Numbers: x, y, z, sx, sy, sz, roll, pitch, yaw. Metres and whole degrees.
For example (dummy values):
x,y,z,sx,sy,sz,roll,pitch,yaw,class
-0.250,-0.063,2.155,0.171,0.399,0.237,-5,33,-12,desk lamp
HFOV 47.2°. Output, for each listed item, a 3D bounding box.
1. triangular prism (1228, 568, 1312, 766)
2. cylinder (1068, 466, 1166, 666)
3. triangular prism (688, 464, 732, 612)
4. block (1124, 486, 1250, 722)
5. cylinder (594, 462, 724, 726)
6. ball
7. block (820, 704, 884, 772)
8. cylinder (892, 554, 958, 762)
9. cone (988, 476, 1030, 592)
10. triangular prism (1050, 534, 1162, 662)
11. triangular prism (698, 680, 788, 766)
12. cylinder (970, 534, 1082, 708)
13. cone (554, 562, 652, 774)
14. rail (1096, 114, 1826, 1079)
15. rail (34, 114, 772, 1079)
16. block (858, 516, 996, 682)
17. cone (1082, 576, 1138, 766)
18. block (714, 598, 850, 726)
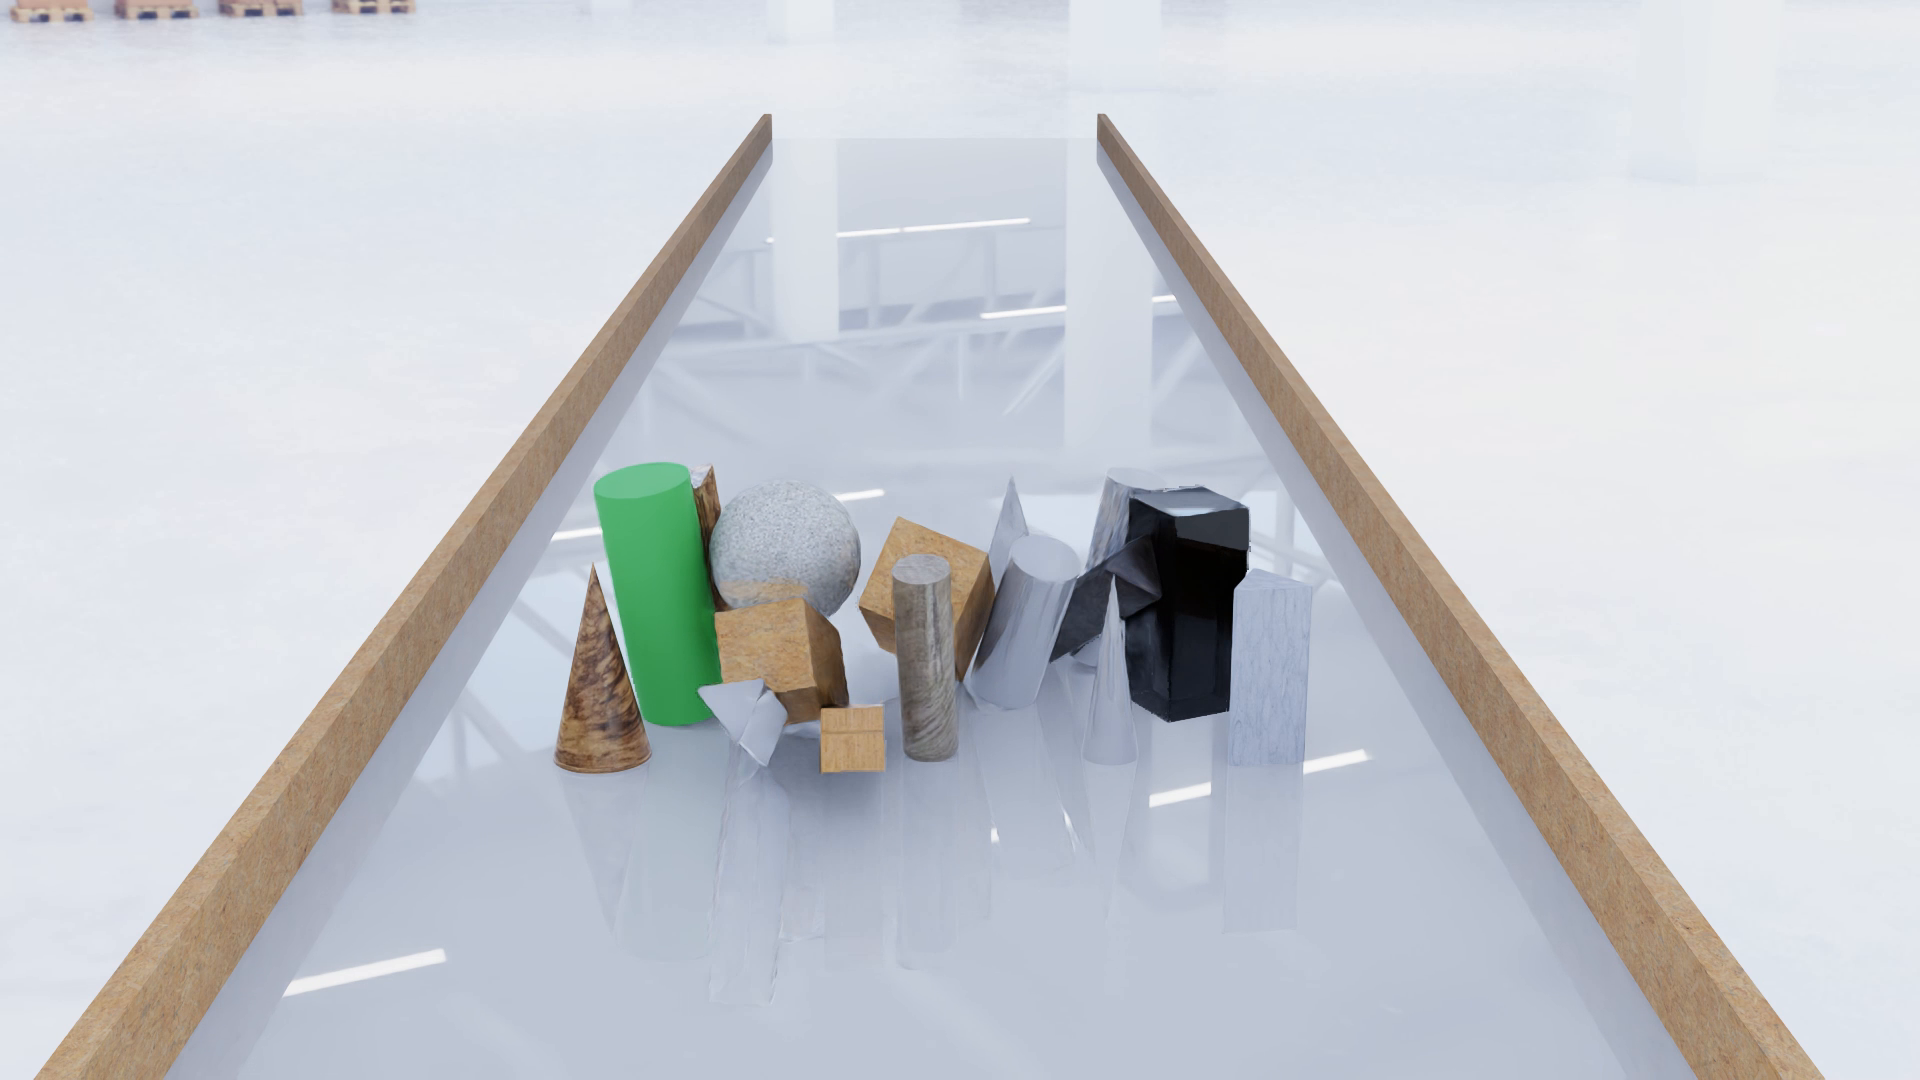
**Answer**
x,y,z,sx,sy,sz,roll,pitch,yaw,class
0.534,0.223,3.905,0.137,0.326,0.119,-2,17,-8,triangular prism
0.308,0.055,4.341,0.120,0.383,0.120,10,21,-4,cylinder
-0.482,0.071,4.216,0.143,0.420,0.123,7,24,35,triangular prism
0.424,0.119,4.131,0.161,0.396,0.161,-8,18,-25,block
-0.545,0.100,4.050,0.174,0.456,0.174,-7,23,3,cylinder
-0.320,0.027,4.035,0.280,0.280,0.280,0,17,0,ball
-0.184,0.332,3.725,0.101,0.101,0.363,-1,-3,-4,block
-0.060,0.209,3.847,0.100,0.373,0.100,-2,31,1,cylinder
0.109,0.005,4.672,0.174,0.307,0.174,0,17,0,cone
0.241,0.102,4.223,0.123,0.106,0.445,27,-28,-14,triangular prism
-0.343,0.290,3.682,0.092,0.106,0.432,-38,-9,-6,triangular prism
0.121,0.154,4.109,0.133,0.315,0.133,11,37,-8,cylinder
-0.639,0.210,3.881,0.176,0.364,0.176,0,17,0,cone
0.932,-0.844,7.801,0.050,0.150,12.000,0,17,-1,rail
-1.118,-0.838,7.780,0.050,0.150,12.000,0,17,-1,rail
-0.054,0.117,4.113,0.176,0.176,0.429,22,-11,8,block
0.268,0.220,3.888,0.103,0.342,0.103,0,17,0,cone
-0.312,0.223,3.912,0.157,0.157,0.319,-11,-14,6,block
